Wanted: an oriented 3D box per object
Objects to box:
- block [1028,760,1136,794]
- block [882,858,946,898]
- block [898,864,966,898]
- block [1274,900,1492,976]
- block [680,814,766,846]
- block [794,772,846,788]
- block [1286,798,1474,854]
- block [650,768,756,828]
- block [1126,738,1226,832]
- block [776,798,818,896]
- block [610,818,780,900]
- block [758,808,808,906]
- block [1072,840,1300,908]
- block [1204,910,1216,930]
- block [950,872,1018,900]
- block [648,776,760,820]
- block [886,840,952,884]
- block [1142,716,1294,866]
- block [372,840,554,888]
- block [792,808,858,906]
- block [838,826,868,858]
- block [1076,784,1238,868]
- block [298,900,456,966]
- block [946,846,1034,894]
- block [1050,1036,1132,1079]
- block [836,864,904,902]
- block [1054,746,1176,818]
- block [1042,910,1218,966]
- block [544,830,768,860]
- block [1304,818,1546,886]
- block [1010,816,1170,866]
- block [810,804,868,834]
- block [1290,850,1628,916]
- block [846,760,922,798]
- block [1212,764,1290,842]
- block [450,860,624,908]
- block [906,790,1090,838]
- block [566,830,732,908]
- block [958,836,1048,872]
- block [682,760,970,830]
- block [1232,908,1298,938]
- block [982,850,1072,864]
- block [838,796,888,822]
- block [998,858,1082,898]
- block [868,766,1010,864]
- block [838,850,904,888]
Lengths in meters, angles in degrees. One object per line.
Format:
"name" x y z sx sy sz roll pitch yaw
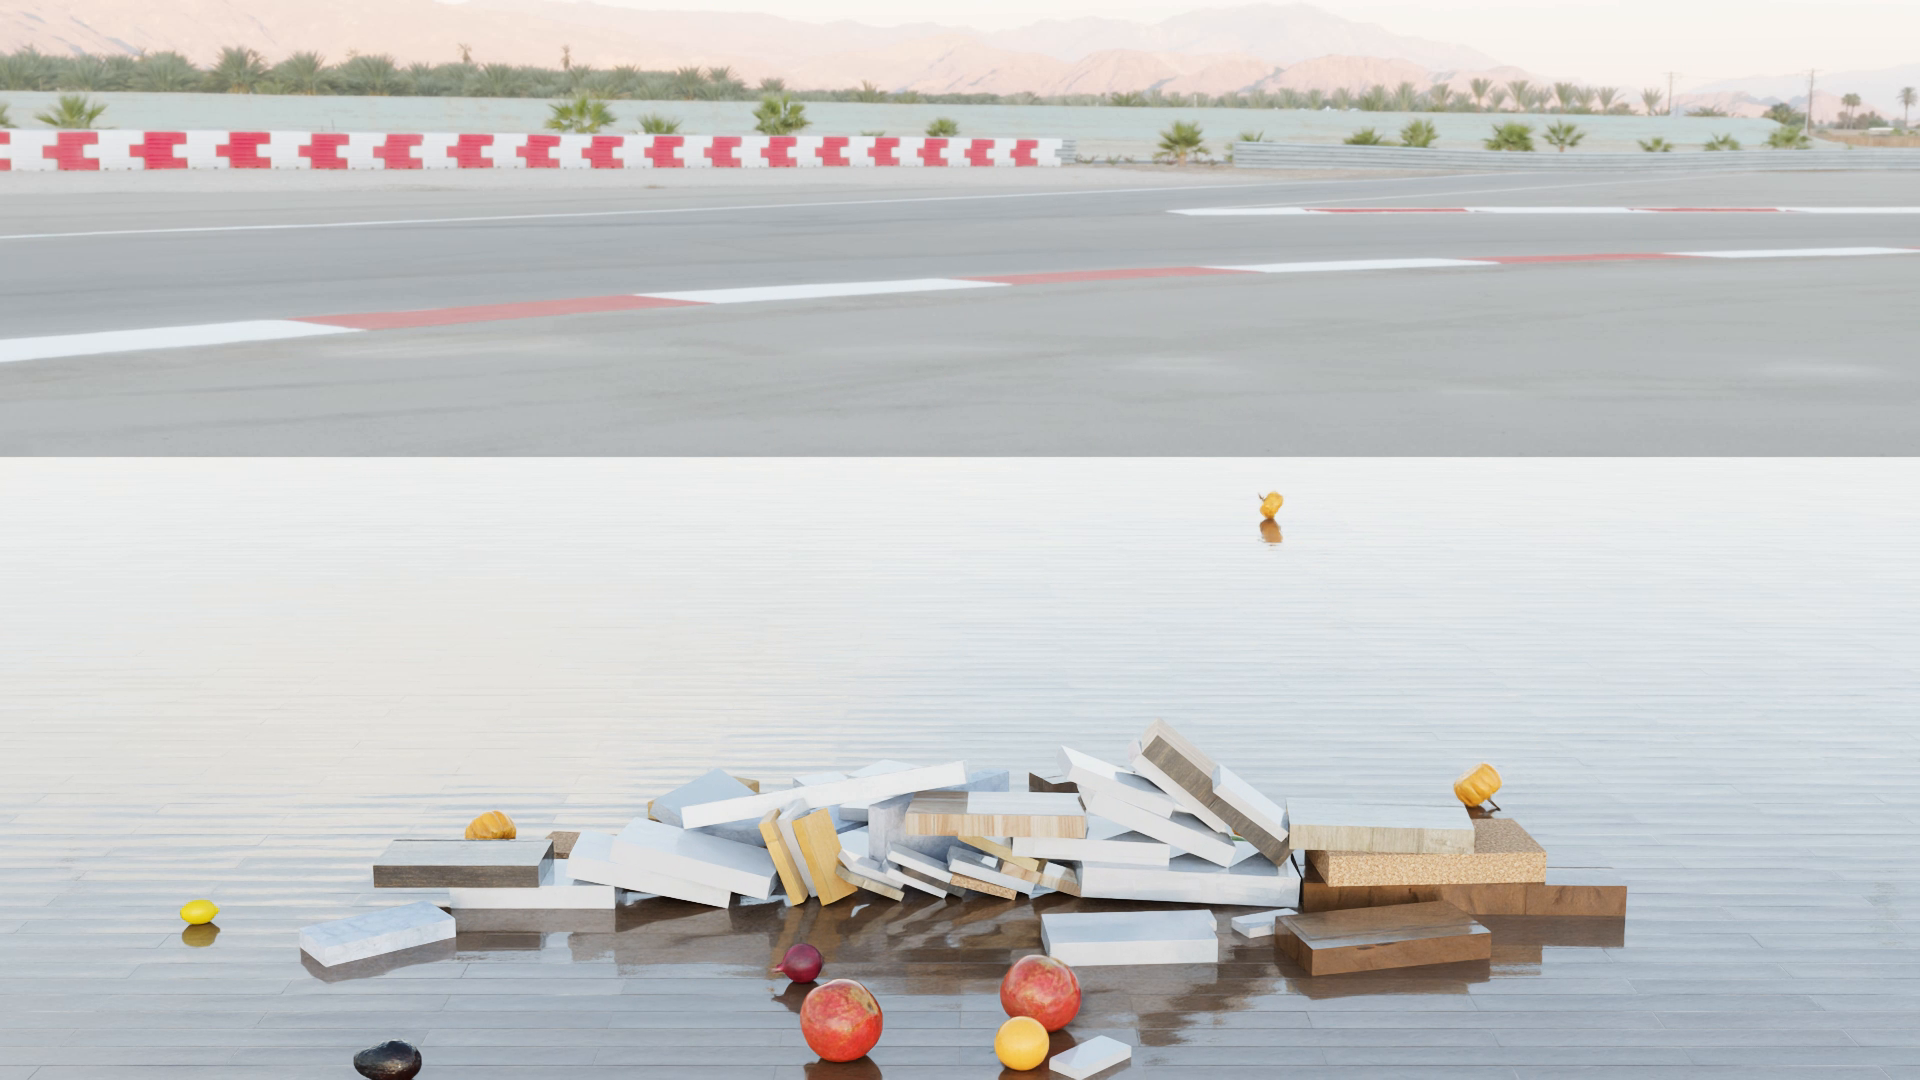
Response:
"block" 0.238 0.463 4.280 0.185 0.026 0.093 -6 12 -27
"block" -0.076 0.562 3.660 0.107 0.015 0.054 23 6 -13
"block" -0.046 0.559 3.656 0.111 0.016 0.055 23 6 -10
"block" 0.655 0.616 3.414 0.295 0.042 0.148 -3 11 -14
"block" -0.373 0.506 3.859 0.226 0.032 0.113 -2 11 -13
"block" -0.239 0.482 4.180 0.093 0.026 0.185 -5 12 -26
"block" 0.691 0.472 3.636 0.295 0.042 0.148 1 11 6
"block" -0.463 0.485 4.022 0.106 0.030 0.212 31 23 18
"block" 0.363 0.411 3.689 0.190 0.027 0.095 38 8 -7
"block" -0.254 0.511 3.662 0.021 0.147 0.073 -17 15 26
"block" -0.430 0.526 3.639 0.267 0.038 0.134 13 10 6
"block" -0.288 0.523 3.635 0.021 0.147 0.073 -21 7 10
"block" 0.374 0.551 3.677 0.357 0.051 0.179 3 10 -3
"block" 0.352 0.610 3.518 0.108 0.015 0.054 -1 11 -6
"block" 0.037 0.569 3.658 0.111 0.016 0.055 15 9 -7
"block" -0.481 0.487 4.139 0.106 0.030 0.212 6 12 28
"block" -0.068 0.533 3.643 0.111 0.016 0.055 23 6 -10
"block" 0.432 0.420 3.690 0.295 0.042 0.148 39 9 -1
"block" -0.821 0.536 3.648 0.269 0.038 0.135 0 11 0
"block" -0.224 0.523 3.640 0.021 0.147 0.073 -23 -4 34
"block" -0.140 0.539 3.841 0.134 0.038 0.267 10 14 43
"block" 0.326 0.460 3.659 0.257 0.036 0.129 23 9 -9
"block" -0.913 0.616 3.449 0.212 0.030 0.106 -8 13 -37
"block" 0.051 0.550 3.667 0.143 0.020 0.072 18 9 -7
"block" 0.178 0.706 3.002 0.054 0.015 0.108 10 14 43
"block" -0.149 0.566 3.631 0.107 0.015 0.054 25 -2 -28
"block" 0.255 0.399 3.628 0.190 0.027 0.095 22 10 -14
"block" 0.261 0.618 3.418 0.257 0.036 0.129 -1 11 -4
"block" -0.536 0.547 3.814 0.391 0.032 0.113 2 11 9
"block" 0.768 0.517 3.648 0.357 0.051 0.179 -1 11 -4
"block" 0.215 0.497 3.668 0.257 0.036 0.129 4 10 -1
"block" -0.254 0.521 3.952 0.113 0.032 0.226 9 14 39
"block" 0.821 0.567 3.656 0.521 0.051 0.179 0 11 1
"block" -0.069 0.463 4.118 0.257 0.036 0.129 7 12 30
"block" 0.477 0.431 3.615 0.144 0.020 0.072 36 20 -9
"block" -0.700 0.572 3.662 0.269 0.038 0.135 0 11 0
"block" 0.065 0.455 3.652 0.294 0.036 0.129 0 10 7
"block" -0.508 0.546 3.657 0.269 0.038 0.135 11 10 -2
"block" 0.074 0.512 3.679 0.143 0.020 0.072 21 10 15
"block" -0.225 0.433 3.750 0.481 0.036 0.129 -10 -5 3
"block" 0.494 0.611 3.512 0.108 0.015 0.054 -5 12 -24
"block" 0.131 0.525 3.832 0.190 0.027 0.095 -4 40 -22
"block" -0.126 0.486 3.959 0.166 0.023 0.083 1 9 22
"block" 0.136 0.556 3.675 0.143 0.020 0.072 18 9 -6
"block" -0.034 0.494 3.818 0.038 0.134 0.313 10 14 42
"block" -0.147 0.546 3.654 0.107 0.015 0.054 25 6 -32
